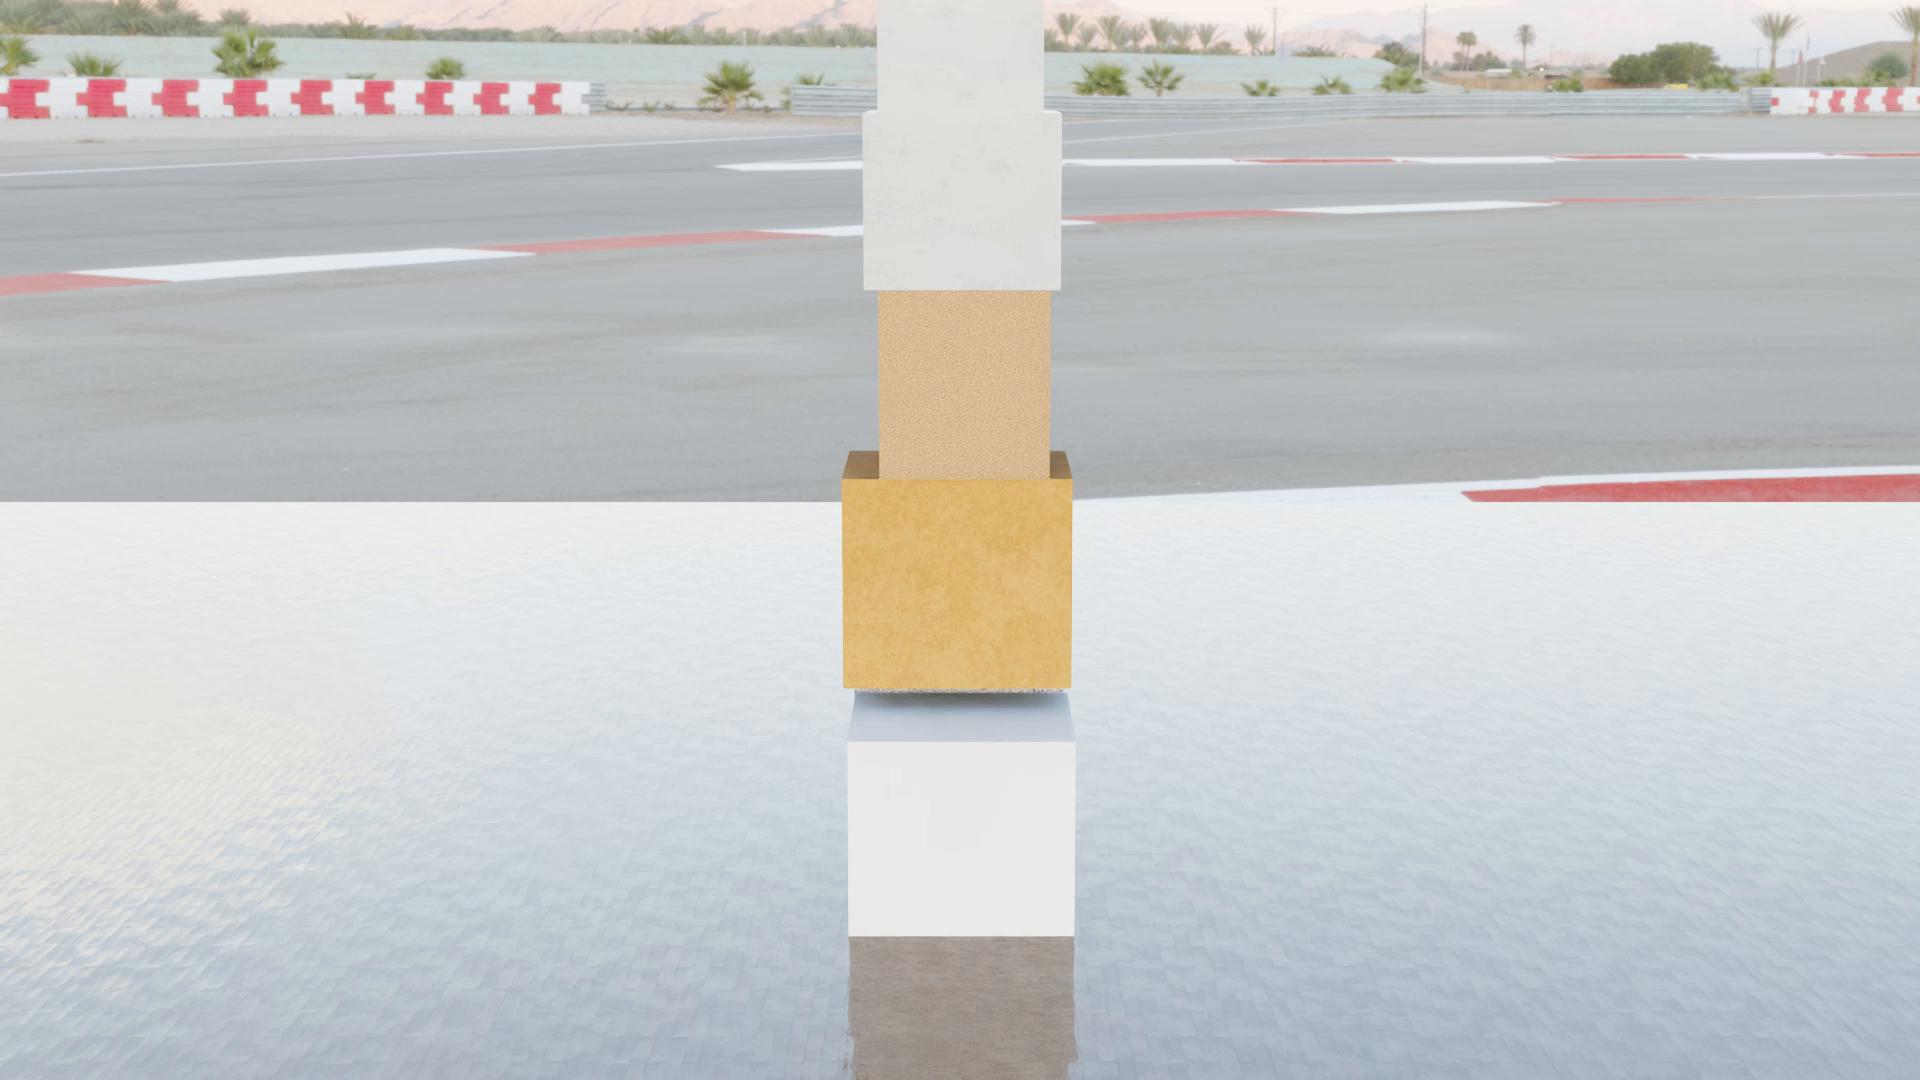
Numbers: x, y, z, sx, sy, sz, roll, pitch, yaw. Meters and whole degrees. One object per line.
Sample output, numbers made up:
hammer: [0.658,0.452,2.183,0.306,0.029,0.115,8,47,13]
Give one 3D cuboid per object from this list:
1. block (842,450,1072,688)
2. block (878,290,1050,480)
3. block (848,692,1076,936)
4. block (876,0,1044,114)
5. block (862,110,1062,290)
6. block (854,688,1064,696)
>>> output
block: [-0.012,0.114,11.201,0.967,0.898,0.824,0,10,0]
block: [0.019,-0.715,11.050,0.710,0.786,0.845,0,10,0]
block: [0.006,1.152,10.921,0.930,0.826,0.843,0,10,0]
block: [0.002,-2.165,10.787,0.680,0.719,0.689,0,10,0]
block: [0.009,-1.457,10.915,0.813,0.721,0.806,0,10,0]
block: [-0.005,0.940,11.784,0.915,0.935,0.913,0,10,0]
